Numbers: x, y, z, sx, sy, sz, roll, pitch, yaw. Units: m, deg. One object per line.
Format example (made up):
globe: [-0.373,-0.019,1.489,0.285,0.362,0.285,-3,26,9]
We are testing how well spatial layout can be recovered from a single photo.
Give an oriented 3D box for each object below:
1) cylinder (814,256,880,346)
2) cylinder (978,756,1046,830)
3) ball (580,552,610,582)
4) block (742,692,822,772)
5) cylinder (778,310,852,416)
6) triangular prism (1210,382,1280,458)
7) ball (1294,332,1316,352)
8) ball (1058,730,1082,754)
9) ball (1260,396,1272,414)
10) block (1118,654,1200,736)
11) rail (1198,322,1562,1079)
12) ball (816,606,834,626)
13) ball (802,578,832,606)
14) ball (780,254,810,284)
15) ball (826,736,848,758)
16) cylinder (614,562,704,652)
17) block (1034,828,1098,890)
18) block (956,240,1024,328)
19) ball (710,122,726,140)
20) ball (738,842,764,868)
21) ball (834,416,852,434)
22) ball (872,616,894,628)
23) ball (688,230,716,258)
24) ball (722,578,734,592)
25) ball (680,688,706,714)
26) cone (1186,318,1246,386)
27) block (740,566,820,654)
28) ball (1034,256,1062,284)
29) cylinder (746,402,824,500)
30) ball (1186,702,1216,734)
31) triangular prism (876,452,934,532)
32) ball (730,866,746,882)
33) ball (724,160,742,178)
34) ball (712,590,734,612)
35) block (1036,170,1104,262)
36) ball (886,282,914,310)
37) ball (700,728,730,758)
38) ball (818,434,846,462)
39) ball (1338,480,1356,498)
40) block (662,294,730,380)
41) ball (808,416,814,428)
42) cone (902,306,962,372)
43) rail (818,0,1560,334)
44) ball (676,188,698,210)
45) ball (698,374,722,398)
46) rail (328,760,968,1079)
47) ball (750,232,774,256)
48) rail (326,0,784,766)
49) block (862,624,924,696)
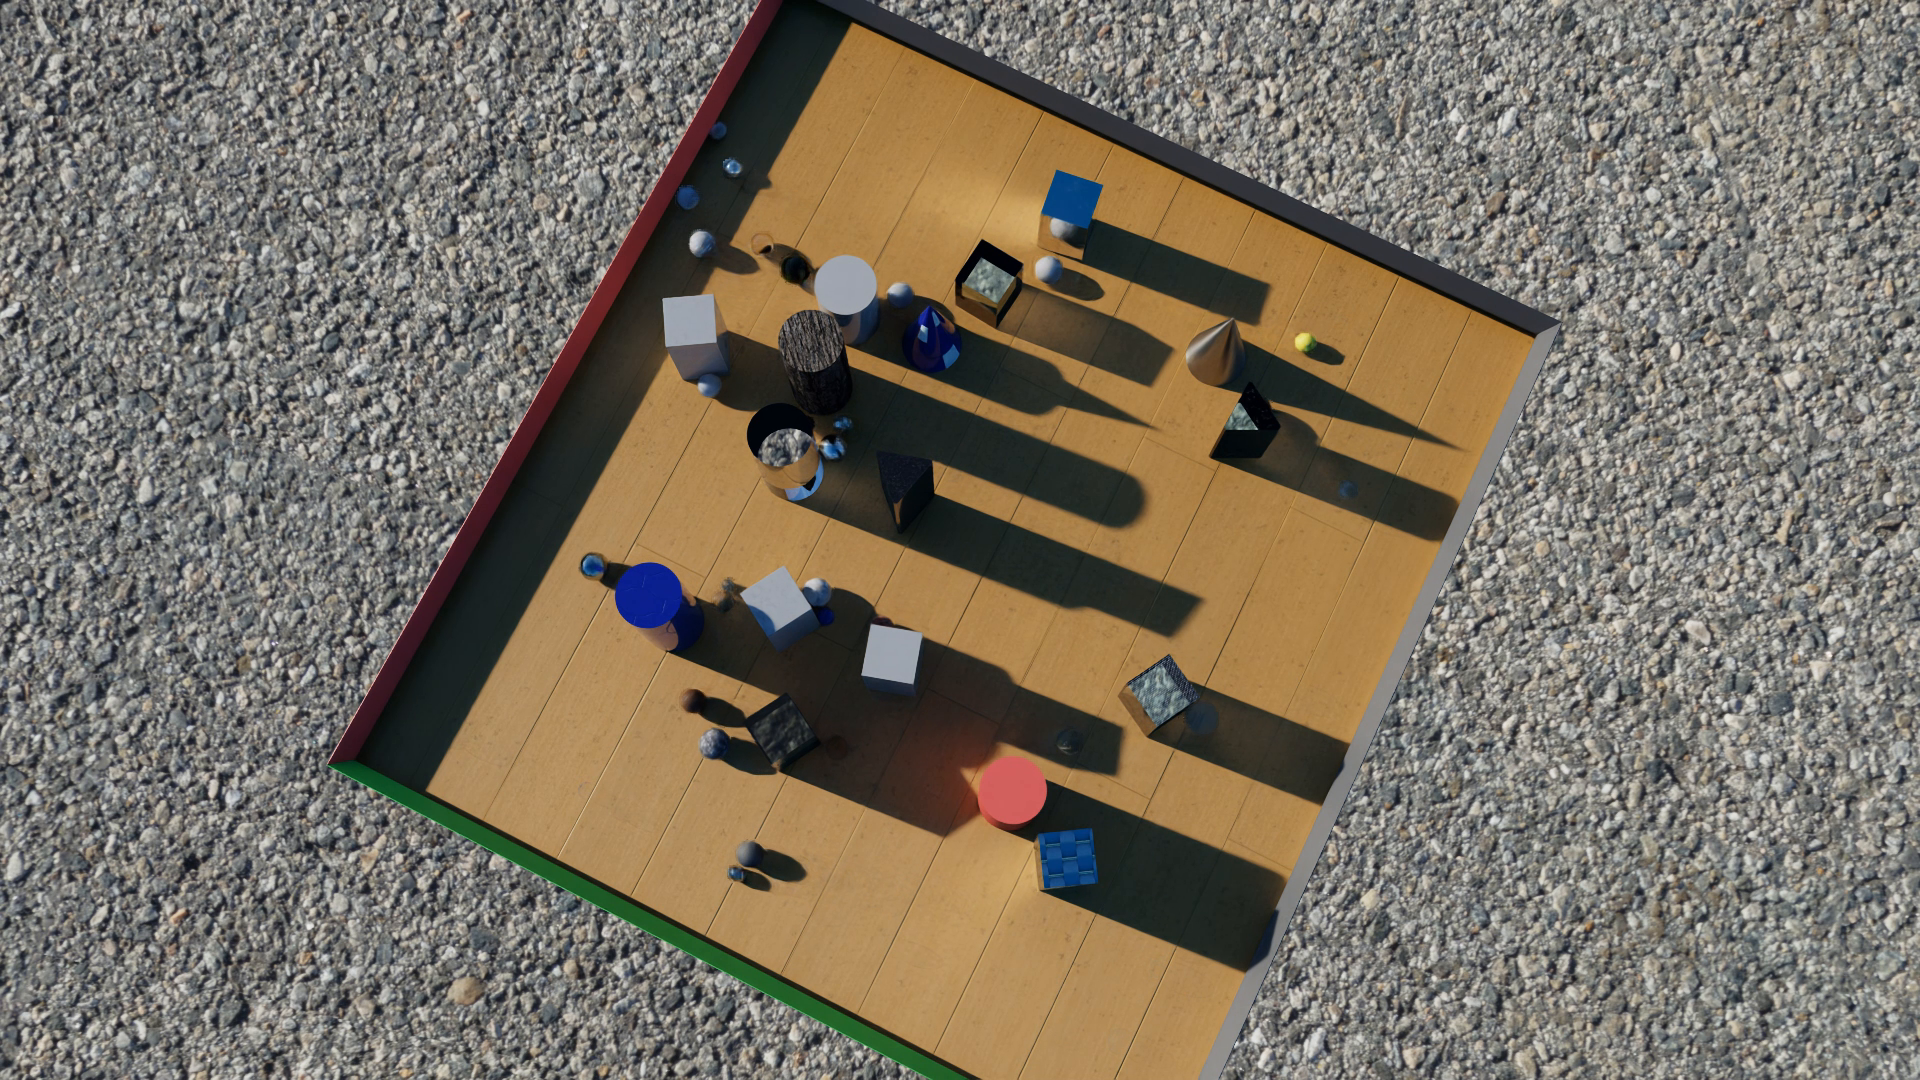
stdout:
cylinder: [-0.342,-0.732,5.618,0.188,0.294,0.188,0,78,0]
cylinder: [0.147,0.732,5.272,0.188,0.378,0.188,0,78,0]
ball: [-1.108,0.080,5.554,0.090,0.090,0.090,0,78,0]
block: [-0.519,0.565,5.371,0.150,0.252,0.150,-33,80,-7]
cylinder: [-0.429,-0.525,5.489,0.188,0.462,0.188,0,78,0]
triangular prism: [0.851,-0.360,5.518,0.163,0.339,0.141,0,78,0]
ball: [1.076,-0.615,5.712,0.063,0.063,0.063,0,78,0]
ball: [0.326,0.601,5.454,0.074,0.074,0.074,0,78,0]
ball: [0.914,-0.396,5.650,0.094,0.094,0.094,0,78,0]
block: [0.578,0.459,5.366,0.150,0.306,0.150,-34,80,-7]
rail: [1.190,0.589,5.431,0.045,0.122,2.870,26,80,5]
ball: [-0.407,0.230,5.540,0.055,0.055,0.055,0,78,0]
ball: [-0.431,0.157,5.539,0.088,0.088,0.088,0,78,0]
ball: [-0.515,-0.848,5.744,0.094,0.094,0.094,0,78,0]
ball: [-0.365,0.617,5.455,0.067,0.067,0.067,0,78,0]
cylinder: [-0.870,0.201,5.341,0.188,0.457,0.188,0,78,0]
block: [0.299,0.916,5.243,0.150,0.360,0.150,-6,78,-1]
block: [0.089,-0.787,5.654,0.150,0.245,0.150,32,80,6]
ball: [-0.776,-1.308,5.859,0.054,0.054,0.054,0,78,0]
ball: [-0.614,0.925,5.385,0.078,0.078,0.078,0,78,0]
ball: [-0.359,-0.356,5.661,0.057,0.057,0.057,0,78,0]
ball: [-0.235,0.265,5.526,0.070,0.070,0.070,0,78,0]
ball: [-0.810,-0.930,5.765,0.085,0.085,0.085,0,78,0]
ball: [-0.706,0.137,5.568,0.040,0.040,0.040,0,78,0]
ball: [-0.797,0.481,5.478,0.075,0.075,0.075,0,78,0]
cone: [0.801,-0.611,5.542,0.188,0.394,0.188,0,78,0]
block: [-0.527,0.208,5.406,0.150,0.327,0.150,-33,80,-6]
ball: [0.277,-0.848,5.747,0.087,0.087,0.087,0,78,0]
cylinder: [-0.515,-0.257,5.447,0.188,0.437,0.188,0,78,0]
ball: [0.718,0.531,5.459,0.093,0.093,0.093,0,78,0]
triangular prism: [-0.185,-0.167,5.438,0.141,0.417,0.163,40,81,8]
ball: [-0.653,0.982,5.389,0.048,0.048,0.048,0,78,0]
ball: [-0.720,-1.180,5.831,0.058,0.058,0.058,0,78,0]
ball: [-0.715,0.187,5.545,0.065,0.065,0.065,0,78,0]
block: [0.339,-1.003,5.681,0.150,0.279,0.150,19,79,4]
ball: [-0.187,-0.762,5.732,0.083,0.083,0.083,0,78,0]
ball: [-0.728,0.604,5.445,0.091,0.091,0.091,0,78,0]
ball: [-0.391,-0.283,5.632,0.085,0.085,0.085,0,78,0]
ball: [1.189,-0.155,5.620,0.055,0.055,0.055,0,78,0]
block: [-0.797,-0.613,5.570,0.150,0.339,0.150,-5,78,-1]
ball: [-0.472,-0.360,5.667,0.047,0.047,0.047,0,78,0]
cone: [-0.088,-0.653,5.563,0.188,0.369,0.188,0,78,0]
rail: [0.631,-1.230,5.807,2.708,0.122,0.045,26,80,5]
ball: [-0.862,-1.083,5.805,0.069,0.069,0.069,0,78,0]
ball: [-0.773,-0.479,5.678,0.073,0.073,0.073,0,78,0]
rail: [-0.631,1.243,5.296,2.708,0.122,0.045,26,80,5]
ball: [-0.622,-0.931,5.770,0.075,0.075,0.075,0,78,0]
rail: [-1.190,-0.576,5.672,0.045,0.122,2.870,26,80,5]
block: [-0.194,0.357,5.386,0.150,0.307,0.150,10,78,2]
